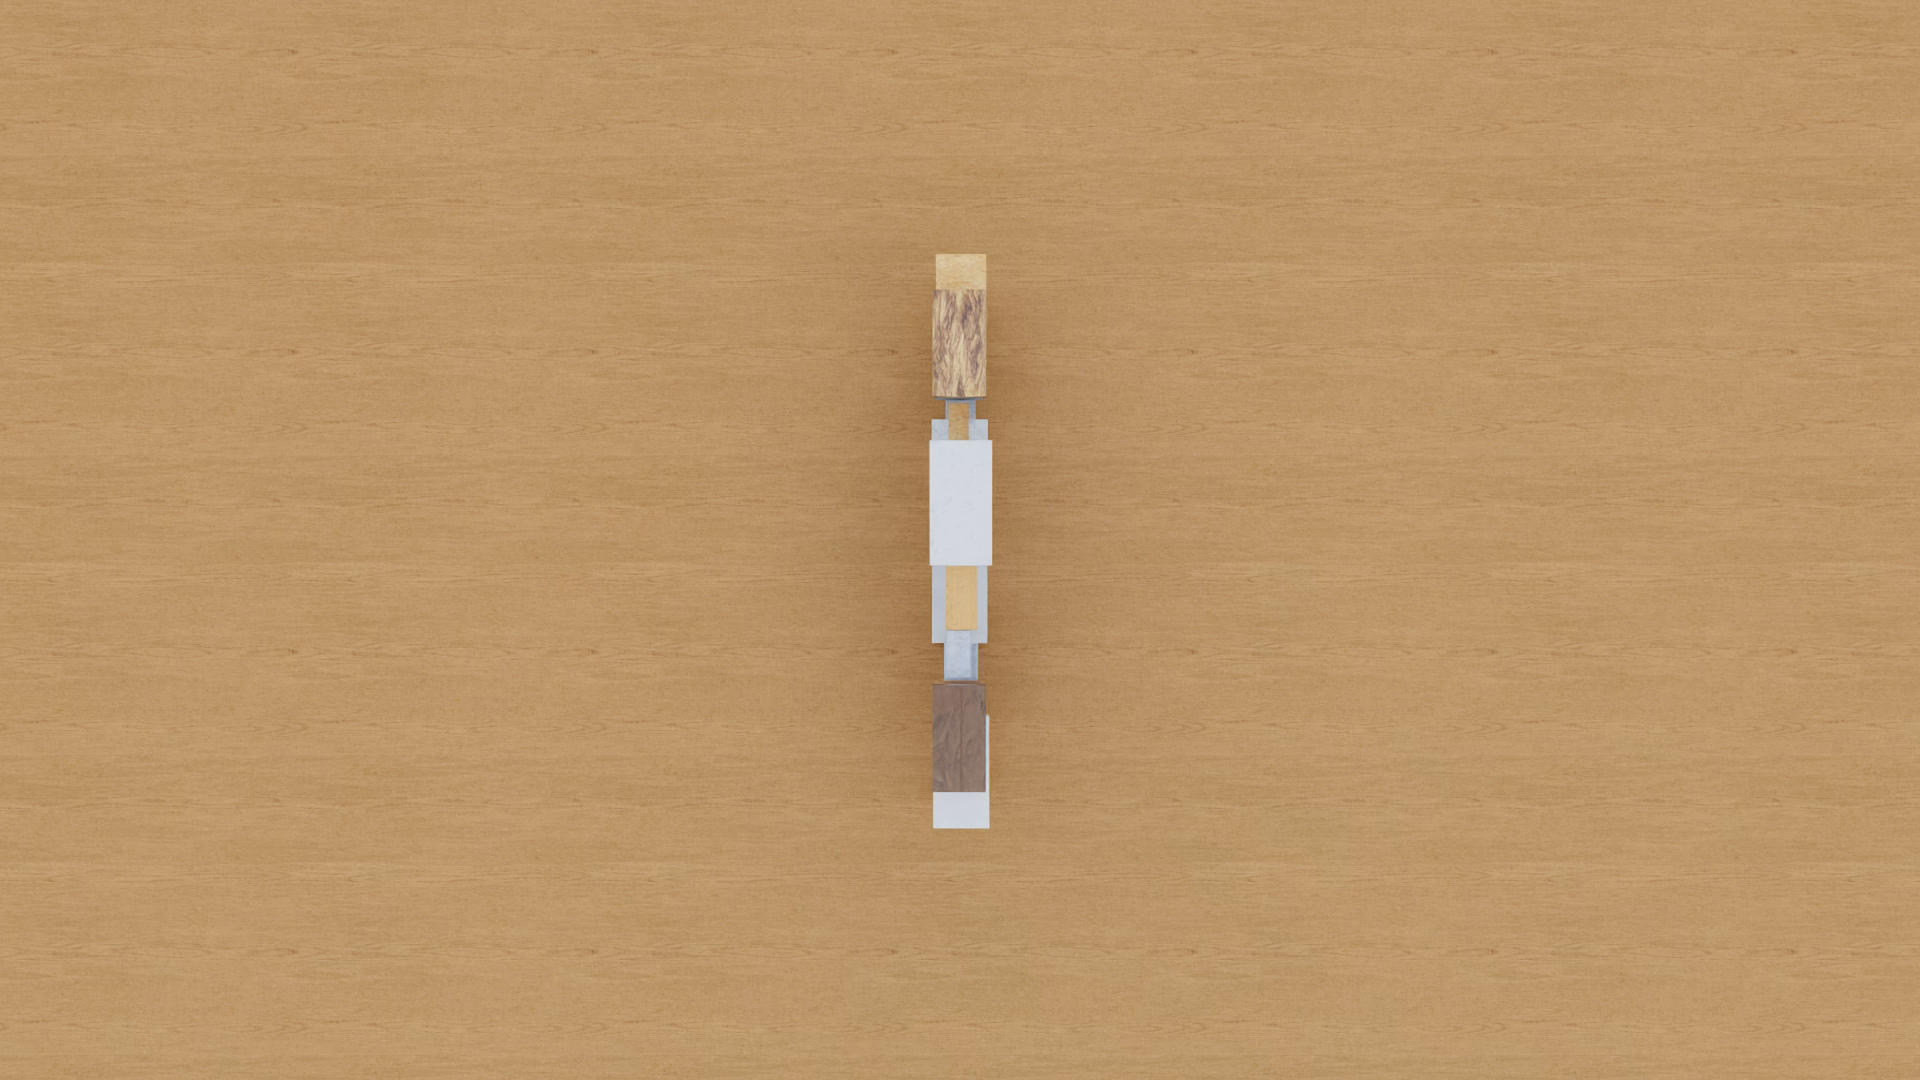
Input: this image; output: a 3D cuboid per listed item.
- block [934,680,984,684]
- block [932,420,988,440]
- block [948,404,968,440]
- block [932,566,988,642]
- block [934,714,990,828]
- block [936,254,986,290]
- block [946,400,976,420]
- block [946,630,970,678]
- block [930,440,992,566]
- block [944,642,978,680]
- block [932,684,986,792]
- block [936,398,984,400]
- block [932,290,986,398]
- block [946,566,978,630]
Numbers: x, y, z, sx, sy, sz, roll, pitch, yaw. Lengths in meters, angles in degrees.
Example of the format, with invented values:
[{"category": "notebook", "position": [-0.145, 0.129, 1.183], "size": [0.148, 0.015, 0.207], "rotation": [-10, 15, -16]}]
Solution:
[{"category": "block", "position": [-0.002, 0.470, 5.024], "size": [0.154, 0.455, 0.044], "rotation": [0, 90, 0]}, {"category": "block", "position": [-0.001, -0.201, 5.130], "size": [0.173, 0.049, 0.346], "rotation": [0, 90, 0]}, {"category": "block", "position": [-0.004, -0.350, 4.973], "size": [0.062, 0.017, 0.123], "rotation": [0, 90, 0]}, {"category": "block", "position": [-0.001, 0.148, 5.134], "size": [0.171, 0.048, 0.342], "rotation": [0, 90, 0]}, {"category": "block", "position": [0.004, 0.719, 5.130], "size": [0.173, 0.049, 0.346], "rotation": [0, 90, 0]}, {"category": "block", "position": [0.004, -0.736, 5.165], "size": [0.157, 0.044, 0.313], "rotation": [0, 90, 0]}, {"category": "block", "position": [0.002, -0.476, 5.291], "size": [0.098, 0.028, 0.195], "rotation": [0, 90, 0]}, {"category": "block", "position": [-0.003, 0.343, 4.957], "size": [0.071, 0.020, 0.142], "rotation": [0, 90, 0]}, {"category": "block", "position": [0.003, -0.106, 4.725], "size": [0.178, 0.050, 0.356], "rotation": [0, 90, 0]}, {"category": "block", "position": [0.003, 0.433, 5.267], "size": [0.109, 0.031, 0.218], "rotation": [0, 90, 0]}, {"category": "block", "position": [-0.002, 0.573, 4.775], "size": [0.154, 0.044, 0.309], "rotation": [0, 90, 0]}, {"category": "block", "position": [-0.002, -0.469, 5.054], "size": [0.155, 0.445, 0.044], "rotation": [0, 90, 0]}, {"category": "block", "position": [-0.001, -0.572, 4.810], "size": [0.155, 0.044, 0.310], "rotation": [0, 90, 0]}, {"category": "block", "position": [0.004, 0.172, 4.906], "size": [0.095, 0.027, 0.190], "rotation": [0, 90, 0]}]
